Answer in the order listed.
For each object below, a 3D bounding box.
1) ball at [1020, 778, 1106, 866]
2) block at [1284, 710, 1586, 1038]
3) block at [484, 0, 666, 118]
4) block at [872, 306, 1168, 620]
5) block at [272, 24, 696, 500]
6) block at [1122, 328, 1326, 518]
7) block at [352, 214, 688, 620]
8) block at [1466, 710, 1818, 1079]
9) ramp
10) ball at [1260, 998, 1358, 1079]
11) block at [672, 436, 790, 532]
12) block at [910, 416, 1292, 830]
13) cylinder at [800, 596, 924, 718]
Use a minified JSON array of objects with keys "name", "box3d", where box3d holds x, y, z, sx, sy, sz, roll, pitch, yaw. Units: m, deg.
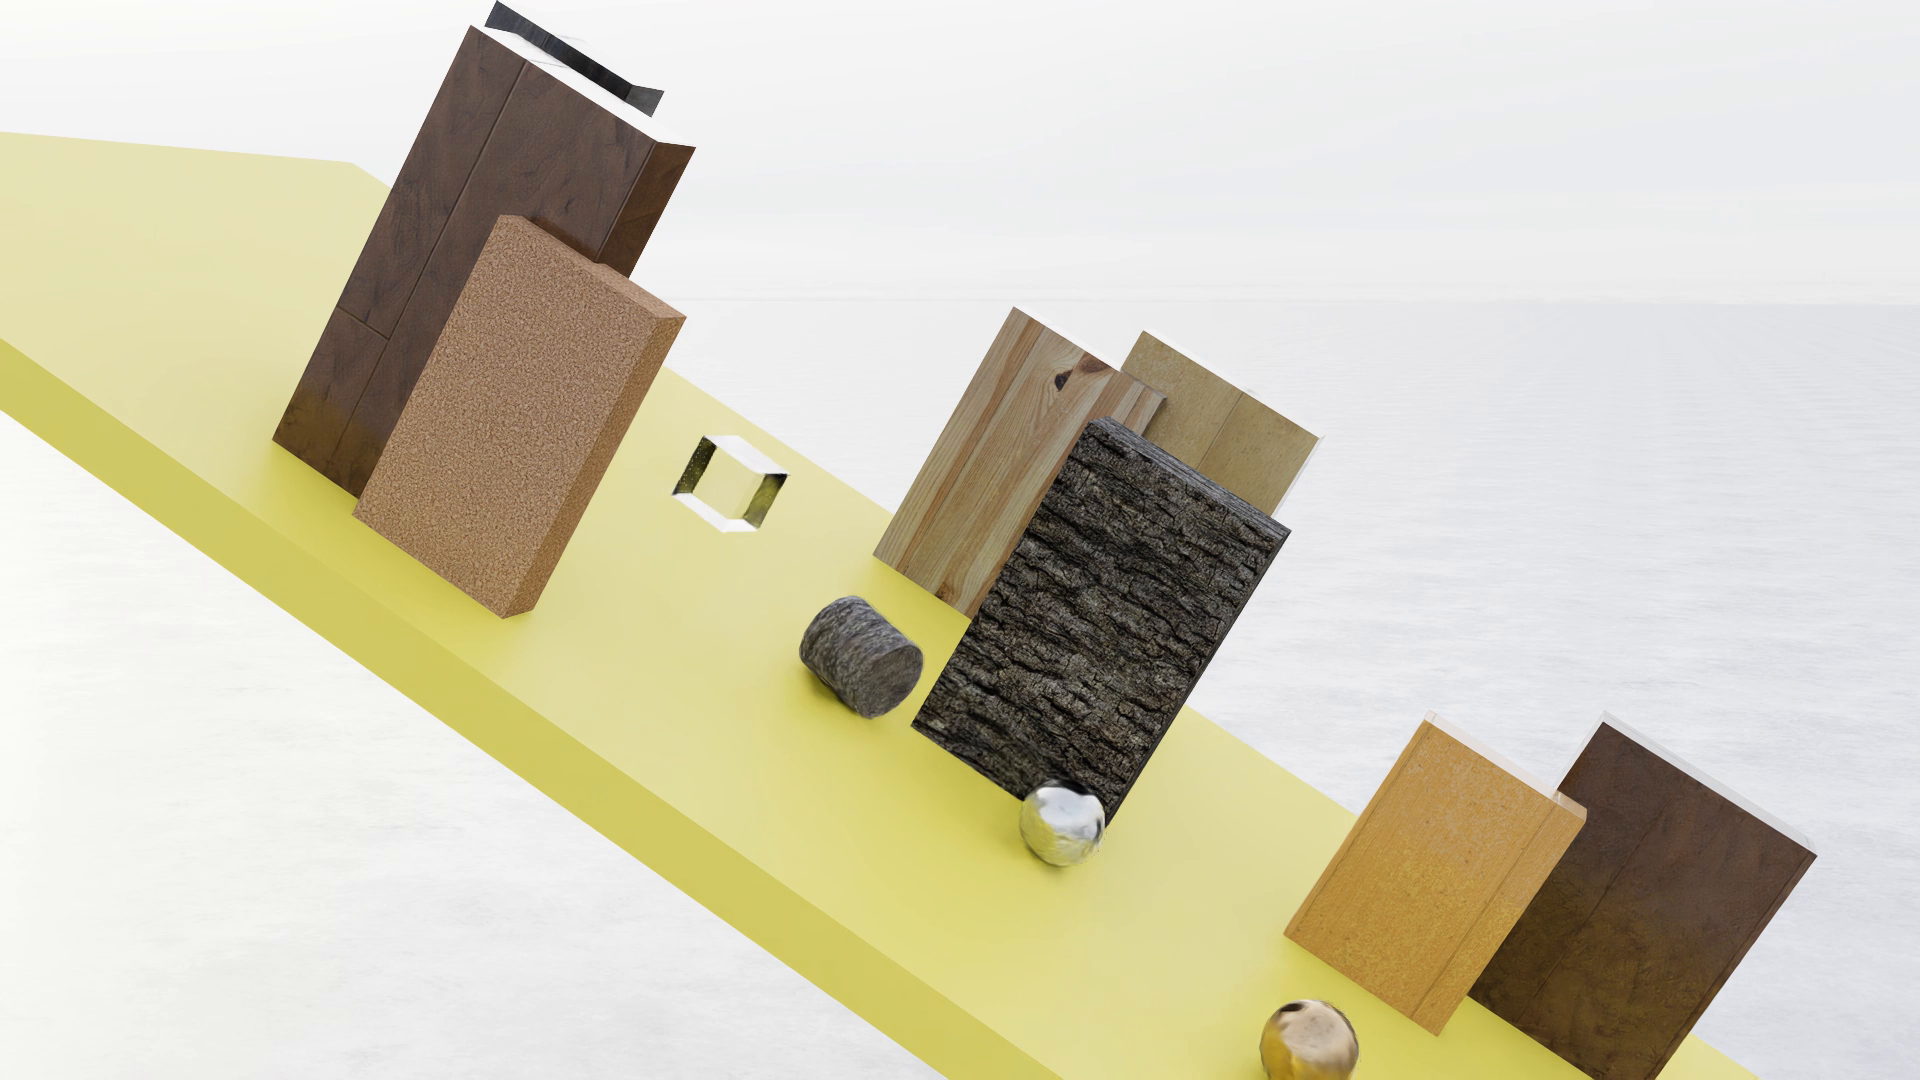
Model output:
[{"name":"ball","box3d":[0.172,0.473,3.693,0.145,0.145,0.145,0,7,0]},{"name":"block","box3d":[0.846,0.594,3.931,0.323,0.476,0.094,33,15,11]},{"name":"block","box3d":[-0.821,-0.502,3.773,0.285,0.775,0.125,33,15,11]},{"name":"block","box3d":[0.127,-0.135,4.684,0.372,0.623,0.089,33,15,11]},{"name":"block","box3d":[-0.772,-0.393,3.538,0.364,0.759,0.146,33,15,11]},{"name":"block","box3d":[0.399,-0.029,4.670,0.429,0.716,0.102,33,15,11]},{"name":"block","box3d":[-0.694,-0.192,3.443,0.306,0.545,0.100,33,15,11]},{"name":"block","box3d":[1.245,0.693,4.152,0.443,0.588,0.117,33,15,11]},{"name":"ramp","box3d":[-0.176,0.289,4.124,4.000,0.100,2.000,33,15,11]},{"name":"ball","box3d":[0.534,0.778,3.364,0.150,0.150,0.150,0,7,0]},{"name":"block","box3d":[-0.463,-0.114,4.437,0.140,0.140,0.140,35,15,19]},{"name":"block","box3d":[0.246,0.159,3.895,0.384,0.642,0.150,33,15,11]},{"name":"cylinder","box3d":[-0.174,0.207,3.890,0.156,0.156,0.156,-8,38,-47]}]
